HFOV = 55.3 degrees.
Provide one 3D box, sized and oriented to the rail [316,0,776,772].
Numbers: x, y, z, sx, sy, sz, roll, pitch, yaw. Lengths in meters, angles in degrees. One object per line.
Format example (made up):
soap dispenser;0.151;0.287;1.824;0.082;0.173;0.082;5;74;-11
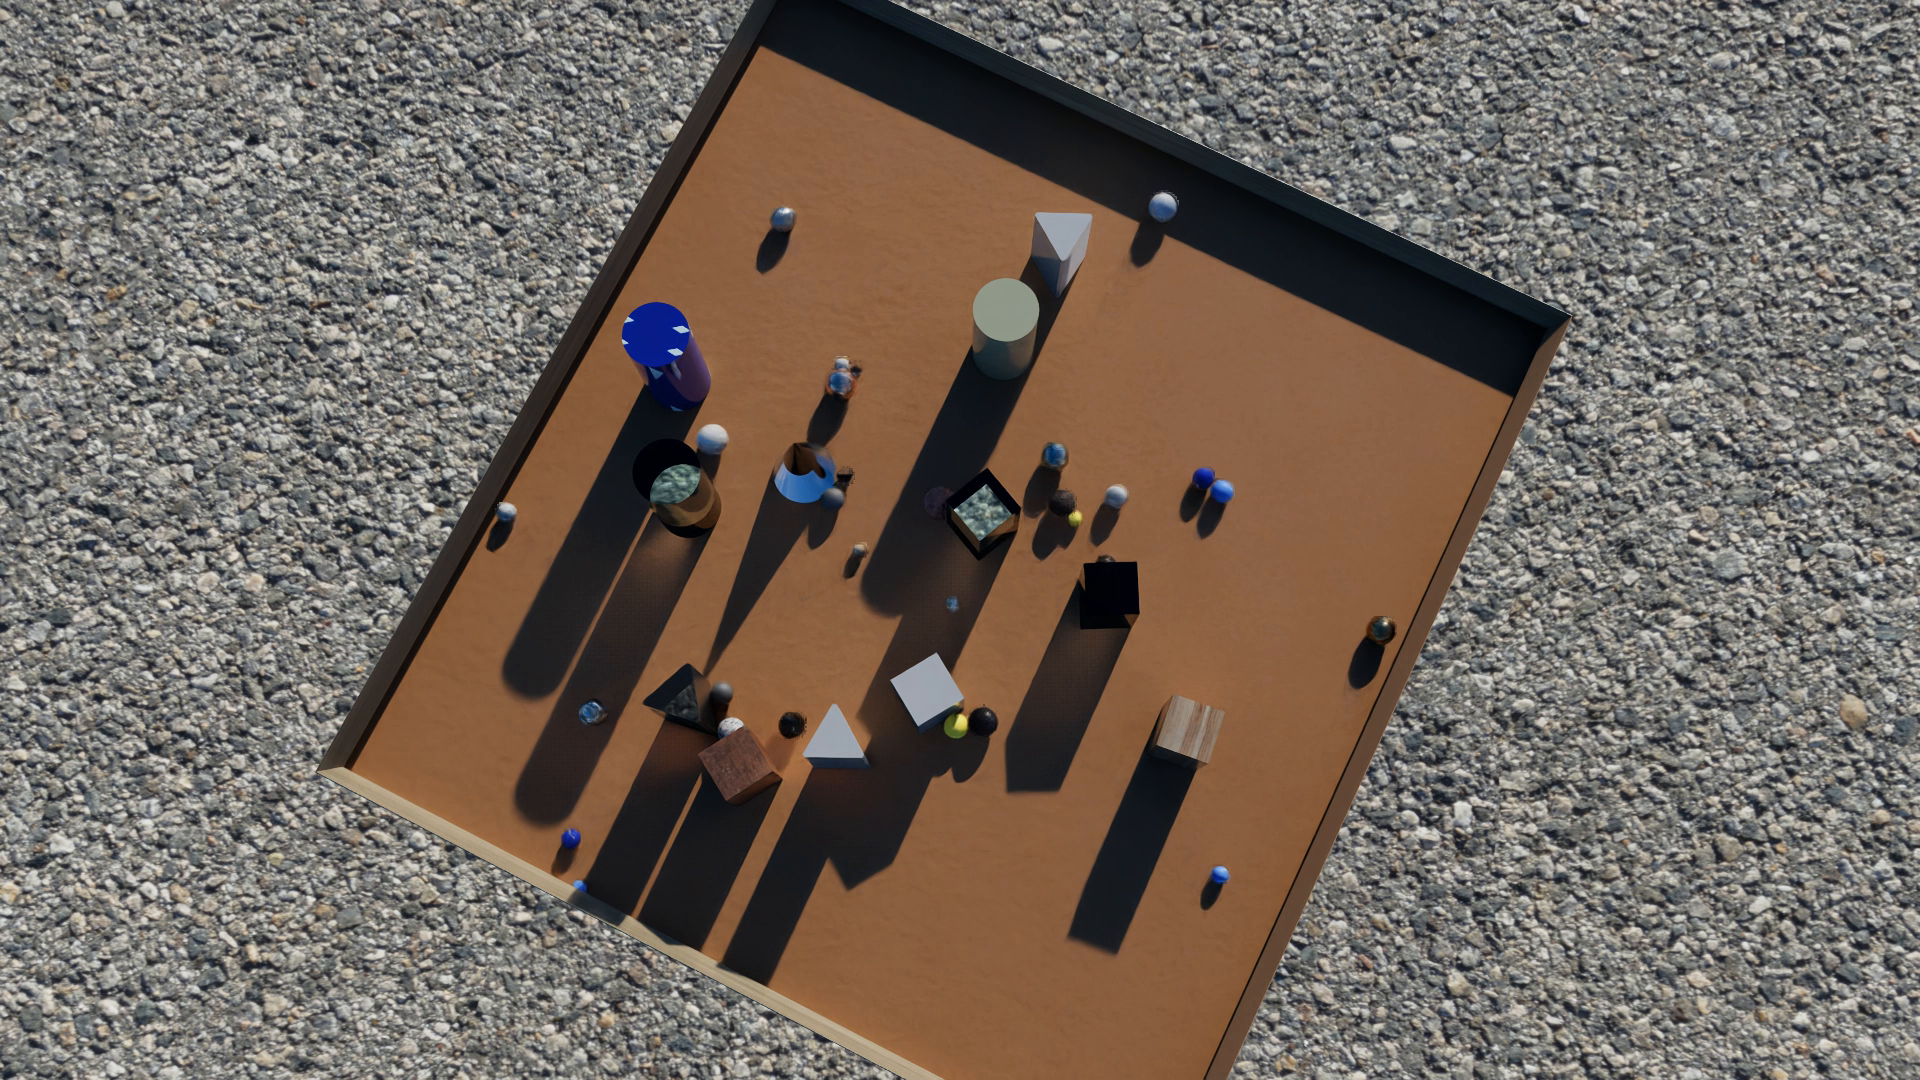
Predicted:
rail;-1.206;-0.584;5.672;0.045;0.126;2.933;26;80;5

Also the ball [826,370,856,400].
ball;-0.368;-0.480;5.666;0.097;0.097;0.097;0;78;0

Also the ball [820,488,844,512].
ball;-0.390;-0.123;5.605;0.072;0.072;0.072;0;78;0

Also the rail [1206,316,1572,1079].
rail;1.206;0.597;5.427;0.045;0.126;2.933;26;80;5

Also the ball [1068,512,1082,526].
ball;0.351;-0.063;5.608;0.043;0.043;0.043;0;78;0

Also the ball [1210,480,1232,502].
ball;0.802;-0.148;5.612;0.068;0.068;0.068;0;78;0

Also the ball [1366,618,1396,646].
ball;1.268;0.275;5.516;0.084;0.084;0.084;0;78;0

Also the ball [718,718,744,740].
ball;-0.680;0.570;5.455;0.084;0.084;0.084;0;78;0

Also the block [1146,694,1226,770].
block;0.658;0.565;5.357;0.156;0.279;0.156;19;79;4

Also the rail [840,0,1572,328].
rail;0.645;-1.257;5.811;2.745;0.126;0.045;26;80;5

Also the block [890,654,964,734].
block;-0.094;0.454;5.400;0.156;0.240;0.156;-31;80;-6

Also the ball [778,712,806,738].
ball;-0.501;0.552;5.461;0.081;0.081;0.081;0;78;0

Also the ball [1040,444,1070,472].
ball;0.291;-0.253;5.623;0.089;0.089;0.089;0;78;0

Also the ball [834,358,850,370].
ball;-0.368;-0.544;5.704;0.049;0.049;0.049;0;78;0

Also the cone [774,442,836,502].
cone;-0.480;-0.246;5.484;0.194;0.359;0.194;0;78;0

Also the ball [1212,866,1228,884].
ball;0.764;0.984;5.387;0.051;0.051;0.051;0;78;0

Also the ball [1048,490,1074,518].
ball;0.311;-0.110;5.598;0.081;0.081;0.081;0;78;0

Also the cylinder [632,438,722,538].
cylinder;-0.831;-0.147;5.414;0.194;0.456;0.194;0;78;0

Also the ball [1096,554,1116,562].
ball;0.442;0.078;5.567;0.065;0.065;0.065;0;78;0

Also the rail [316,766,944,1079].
rail;-0.645;1.271;5.288;2.745;0.126;0.045;26;80;5

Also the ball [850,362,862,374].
ball;-0.323;-0.536;5.706;0.041;0.041;0.041;0;78;0

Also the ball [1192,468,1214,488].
ball;0.745;-0.189;5.623;0.065;0.065;0.065;0;78;0

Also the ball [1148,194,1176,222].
ball;0.640;-1.050;5.788;0.090;0.090;0.090;0;78;0

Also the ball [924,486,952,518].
ball;-0.062;-0.114;5.591;0.096;0.096;0.096;0;78;0

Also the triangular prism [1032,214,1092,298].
triangular prism;0.288;-0.904;5.632;0.146;0.336;0.168;31;80;6

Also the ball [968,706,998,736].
ball;0.070;0.542;5.459;0.088;0.088;0.088;0;78;0

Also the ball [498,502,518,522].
ball;-1.385;-0.084;5.604;0.059;0.059;0.059;0;78;0

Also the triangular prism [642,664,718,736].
triangular prism;-0.782;0.454;5.314;0.168;0.408;0.146;18;79;4

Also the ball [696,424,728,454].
ball;-0.760;-0.310;5.632;0.096;0.096;0.096;0;78;0

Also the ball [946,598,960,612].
ball;-0.021;0.198;5.555;0.040;0.040;0.040;0;78;0

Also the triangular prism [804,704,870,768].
triangular prism;-0.352;0.569;5.302;0.168;0.385;0.146;1;78;0

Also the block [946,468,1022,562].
block;0.068;-0.073;5.474;0.156;0.309;0.156;-38;81;-7

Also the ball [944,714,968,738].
ball;-0.011;0.554;5.464;0.075;0.075;0.075;0;78;0

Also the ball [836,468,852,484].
ball;-0.355;-0.197;5.633;0.047;0.047;0.047;0;78;0

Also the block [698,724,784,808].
block;-0.635;0.659;5.326;0.156;0.301;0.156;-32;80;-6

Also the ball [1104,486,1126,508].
ball;0.475;-0.131;5.608;0.070;0.070;0.070;0;78;0

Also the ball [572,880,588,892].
ball;-1.118;1.023;5.382;0.045;0.045;0.045;0;78;0

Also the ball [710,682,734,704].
ball;-0.712;0.459;5.487;0.067;0.067;0.067;0;78;0

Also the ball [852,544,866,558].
ball;-0.309;0.032;5.588;0.043;0.043;0.043;0;78;0

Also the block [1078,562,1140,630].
block;0.441;0.167;5.451;0.156;0.257;0.156;-2;78;0

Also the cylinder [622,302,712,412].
cylinder;-0.874;-0.543;5.490;0.194;0.468;0.194;0;78;0

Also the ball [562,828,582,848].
ball;-1.145;0.881;5.405;0.057;0.057;0.057;0;78;0

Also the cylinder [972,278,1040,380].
cylinder;0.135;-0.634;5.549;0.194;0.389;0.194;0;78;0

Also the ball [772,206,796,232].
ball;-0.556;-1.012;5.785;0.081;0.081;0.081;0;78;0

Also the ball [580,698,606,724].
ball;-1.095;0.513;5.471;0.077;0.077;0.077;0;78;0
